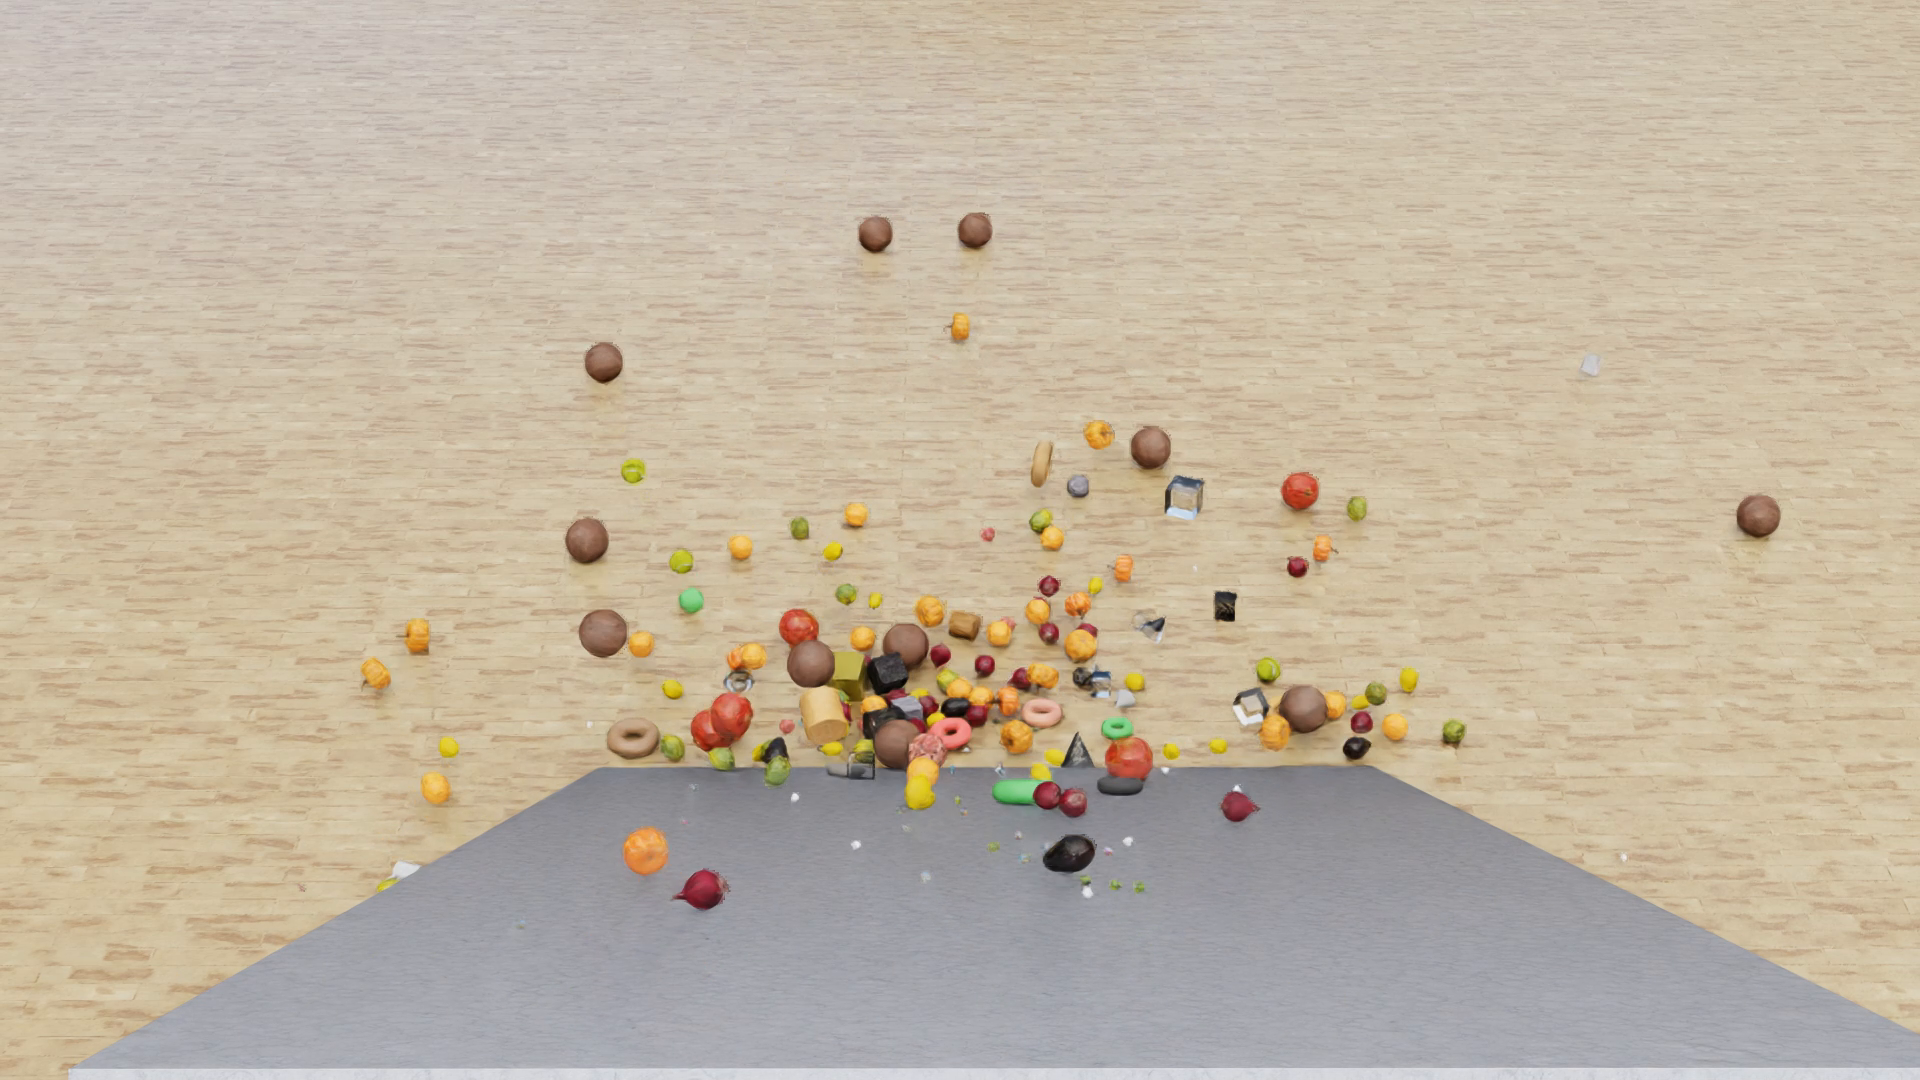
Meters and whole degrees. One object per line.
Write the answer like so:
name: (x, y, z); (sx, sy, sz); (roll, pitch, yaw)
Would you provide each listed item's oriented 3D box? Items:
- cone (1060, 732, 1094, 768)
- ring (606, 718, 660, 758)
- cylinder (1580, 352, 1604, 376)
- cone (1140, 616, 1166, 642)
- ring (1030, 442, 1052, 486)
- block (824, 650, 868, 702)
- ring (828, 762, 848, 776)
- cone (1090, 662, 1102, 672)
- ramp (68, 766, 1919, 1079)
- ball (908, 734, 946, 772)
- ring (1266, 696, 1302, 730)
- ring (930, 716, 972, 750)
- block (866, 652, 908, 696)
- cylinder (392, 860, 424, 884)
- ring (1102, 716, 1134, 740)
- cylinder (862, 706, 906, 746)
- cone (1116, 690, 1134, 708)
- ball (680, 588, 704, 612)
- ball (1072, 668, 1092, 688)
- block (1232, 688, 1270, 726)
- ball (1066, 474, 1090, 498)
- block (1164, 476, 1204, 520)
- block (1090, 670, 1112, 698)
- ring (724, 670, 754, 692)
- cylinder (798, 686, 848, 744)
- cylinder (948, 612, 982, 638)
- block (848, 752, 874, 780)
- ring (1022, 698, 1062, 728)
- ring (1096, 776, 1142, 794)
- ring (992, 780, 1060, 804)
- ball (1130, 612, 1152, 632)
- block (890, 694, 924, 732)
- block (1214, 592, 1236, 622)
cone: (0.304, 0.540, 6.711); (0.092, 0.092, 0.092); (0, -1, 0)
ring: (-0.871, 0.527, 6.909); (0.144, 0.048, 0.144); (1, 36, -1)
cylinder: (2.117, -0.589, 8.678); (0.063, 0.063, 0.063); (21, 10, -4)
cone: (0.558, 0.238, 7.283); (0.072, 0.072, 0.072); (31, 28, -18)
ring: (0.251, -0.235, 7.992); (0.049, 0.146, 0.146); (12, 33, 6)
block: (-0.313, 0.374, 7.094); (0.096, 0.096, 0.096); (3, 48, 8)
ring: (-0.283, 0.569, 6.417); (0.093, 0.031, 0.093); (0, -2, 0)
cone: (0.376, 0.358, 7.187); (0.052, 0.052, 0.052); (0, 31, 0)
ramp: (0.070, 0.618, 4.699); (2.000, 0.100, 4.000); (0, -1, 0)
ball: (-0.083, 0.536, 6.520); (0.098, 0.098, 0.098); (0, 31, 0)
ring: (0.871, 0.467, 6.979); (0.108, 0.036, 0.108); (10, 49, -12)
ring: (-0.026, 0.517, 6.928); (0.114, 0.038, 0.114); (-7, 36, 5)
block: (-0.199, 0.367, 7.115); (0.079, 0.079, 0.079); (-14, 68, -22)
cylinder: (-1.361, 0.829, 6.402); (0.063, 0.063, 0.063); (10, 33, 15)
ring: (0.424, 0.506, 6.967); (0.087, 0.029, 0.087); (0, 30, 0)
cylinder: (-0.202, 0.496, 6.915); (0.091, 0.091, 0.091); (-8, 32, -22)
cone: (0.434, 0.442, 7.010); (0.056, 0.056, 0.056); (20, 38, 29)
ball: (-0.774, 0.174, 7.468); (0.072, 0.072, 0.072); (0, 31, 0)
ball: (0.338, 0.379, 7.147); (0.056, 0.056, 0.056); (0, 31, 0)
block: (0.779, 0.445, 6.930); (0.065, 0.065, 0.065); (-13, 57, -20)
ball: (0.367, -0.166, 8.026); (0.071, 0.071, 0.071); (0, 31, 0)
block: (0.689, -0.129, 7.948); (0.091, 0.091, 0.091); (13, 34, 21)
block: (0.389, 0.397, 7.122); (0.052, 0.052, 0.052); (4, 32, 7)
ring: (-0.611, 0.390, 7.154); (0.087, 0.029, 0.087); (0, 28, 0)
cylinder: (-0.316, 0.404, 5.969); (0.095, 0.095, 0.095); (-11, 61, -18)
cylinder: (0.012, 0.243, 7.357); (0.070, 0.070, 0.070); (3, 29, 32)
block: (-0.242, 0.553, 6.344); (0.061, 0.061, 0.061); (0, -1, -8)
ring: (0.222, 0.468, 7.020); (0.112, 0.037, 0.112); (-1, 31, 1)
ring: (0.365, 0.561, 5.923); (0.108, 0.036, 0.108); (1, -1, 0)
ring: (0.144, 0.552, 5.696); (0.149, 0.050, 0.149); (-1, -4, 0)
ball: (0.516, 0.234, 7.384); (0.058, 0.058, 0.058); (0, 31, 0)
block: (-0.143, 0.470, 6.988); (0.067, 0.067, 0.067); (-12, 33, -19)
block: (0.762, 0.191, 7.452); (0.059, 0.059, 0.059); (3, 32, 5)
